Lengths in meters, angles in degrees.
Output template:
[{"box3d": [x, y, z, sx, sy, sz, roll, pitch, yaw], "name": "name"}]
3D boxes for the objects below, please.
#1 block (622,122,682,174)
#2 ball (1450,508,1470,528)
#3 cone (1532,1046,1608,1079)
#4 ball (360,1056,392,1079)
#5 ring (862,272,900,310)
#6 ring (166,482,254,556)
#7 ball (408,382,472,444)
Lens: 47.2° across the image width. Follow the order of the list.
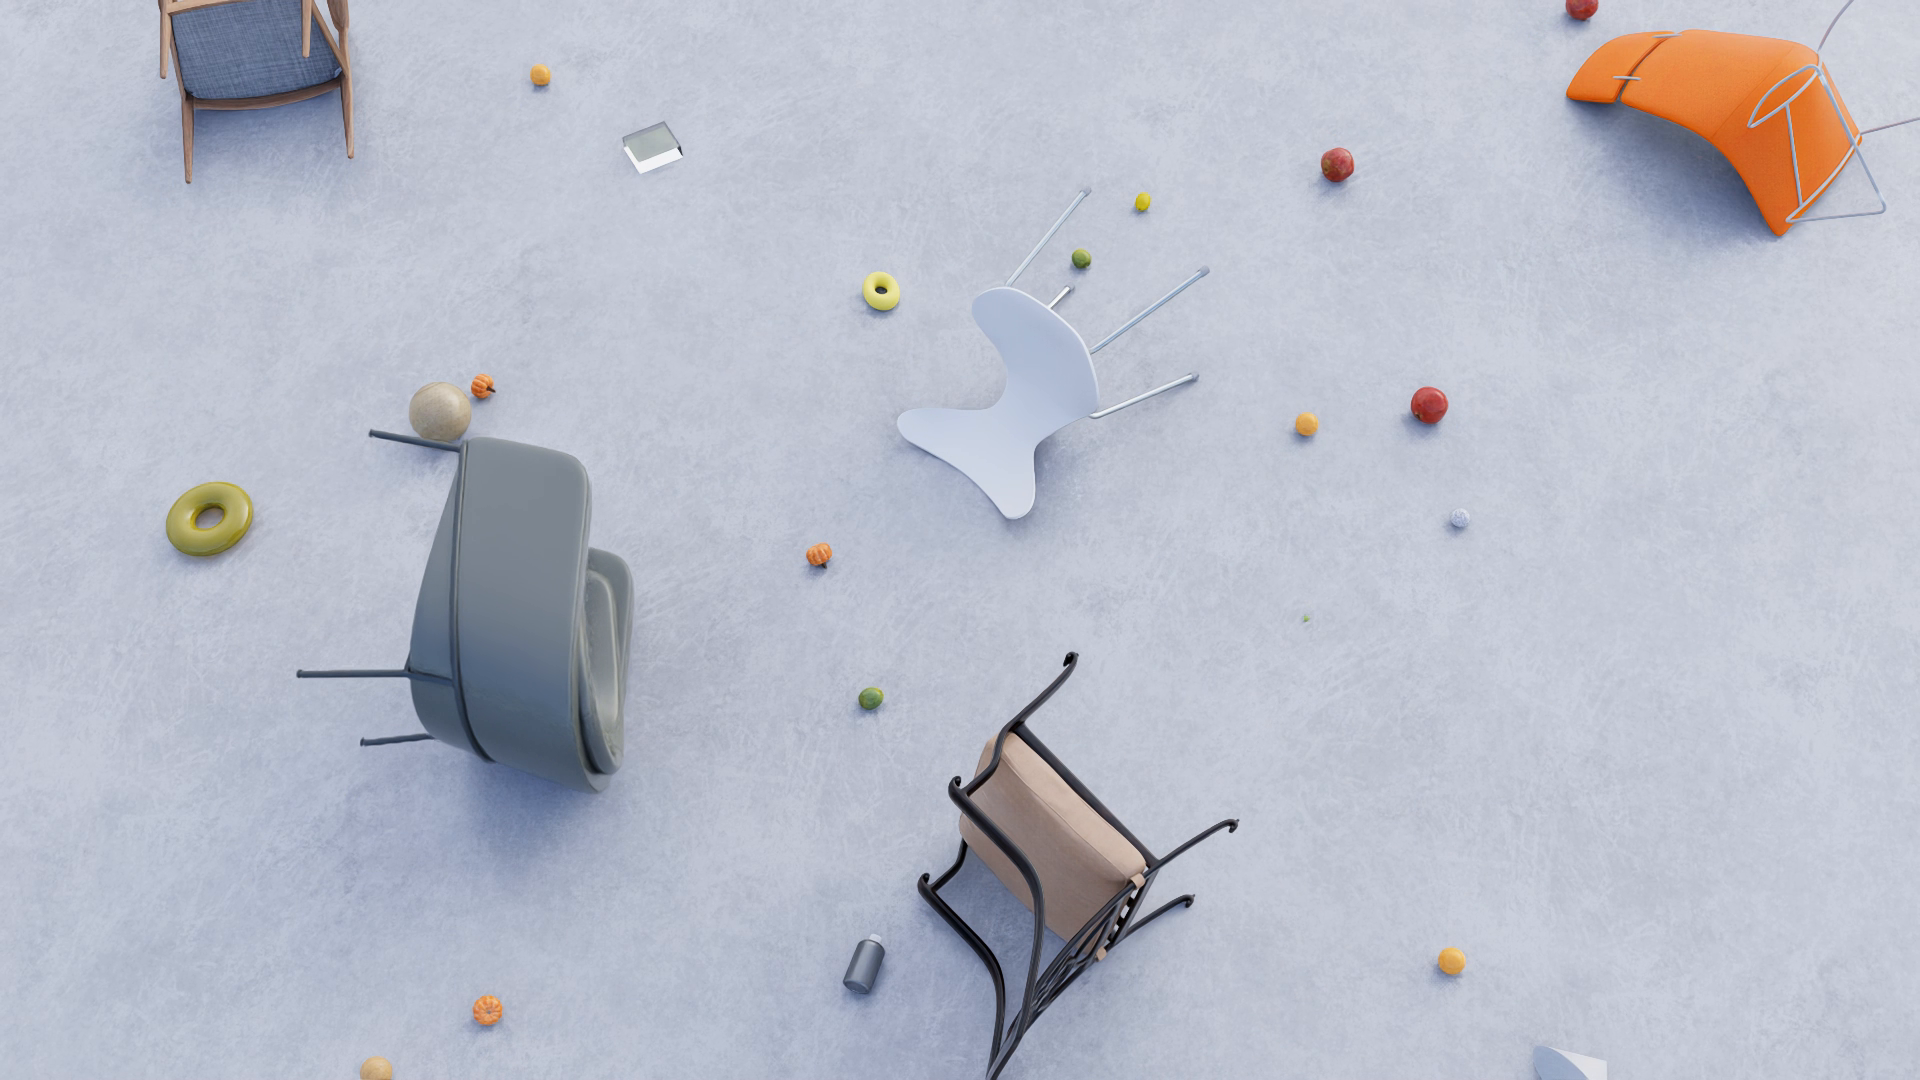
[{"box3d": [-1.040, -1.327, 7.432, 0.157, 0.053, 0.135, -25, 60, -16], "name": "block"}, {"box3d": [1.498, -0.067, 6.585, 0.057, 0.057, 0.057, 0, 56, 0], "name": "ball"}, {"box3d": [1.607, 1.363, 5.623, 0.162, 0.129, 0.251, -17, 51, -37], "name": "cone"}, {"box3d": [-1.490, 1.359, 5.613, 0.082, 0.082, 0.082, 0, 56, 0], "name": "ball"}, {"box3d": [-0.253, -0.802, 7.080, 0.117, 0.054, 0.150, -18, 57, -10], "name": "ring"}, {"box3d": [-2.244, -0.064, 6.577, 0.252, 0.068, 0.266, 27, 61, 18], "name": "ring"}, {"box3d": [-1.588, -0.389, 6.721, 0.189, 0.189, 0.189, 0, 56, 0], "name": "ball"}]
